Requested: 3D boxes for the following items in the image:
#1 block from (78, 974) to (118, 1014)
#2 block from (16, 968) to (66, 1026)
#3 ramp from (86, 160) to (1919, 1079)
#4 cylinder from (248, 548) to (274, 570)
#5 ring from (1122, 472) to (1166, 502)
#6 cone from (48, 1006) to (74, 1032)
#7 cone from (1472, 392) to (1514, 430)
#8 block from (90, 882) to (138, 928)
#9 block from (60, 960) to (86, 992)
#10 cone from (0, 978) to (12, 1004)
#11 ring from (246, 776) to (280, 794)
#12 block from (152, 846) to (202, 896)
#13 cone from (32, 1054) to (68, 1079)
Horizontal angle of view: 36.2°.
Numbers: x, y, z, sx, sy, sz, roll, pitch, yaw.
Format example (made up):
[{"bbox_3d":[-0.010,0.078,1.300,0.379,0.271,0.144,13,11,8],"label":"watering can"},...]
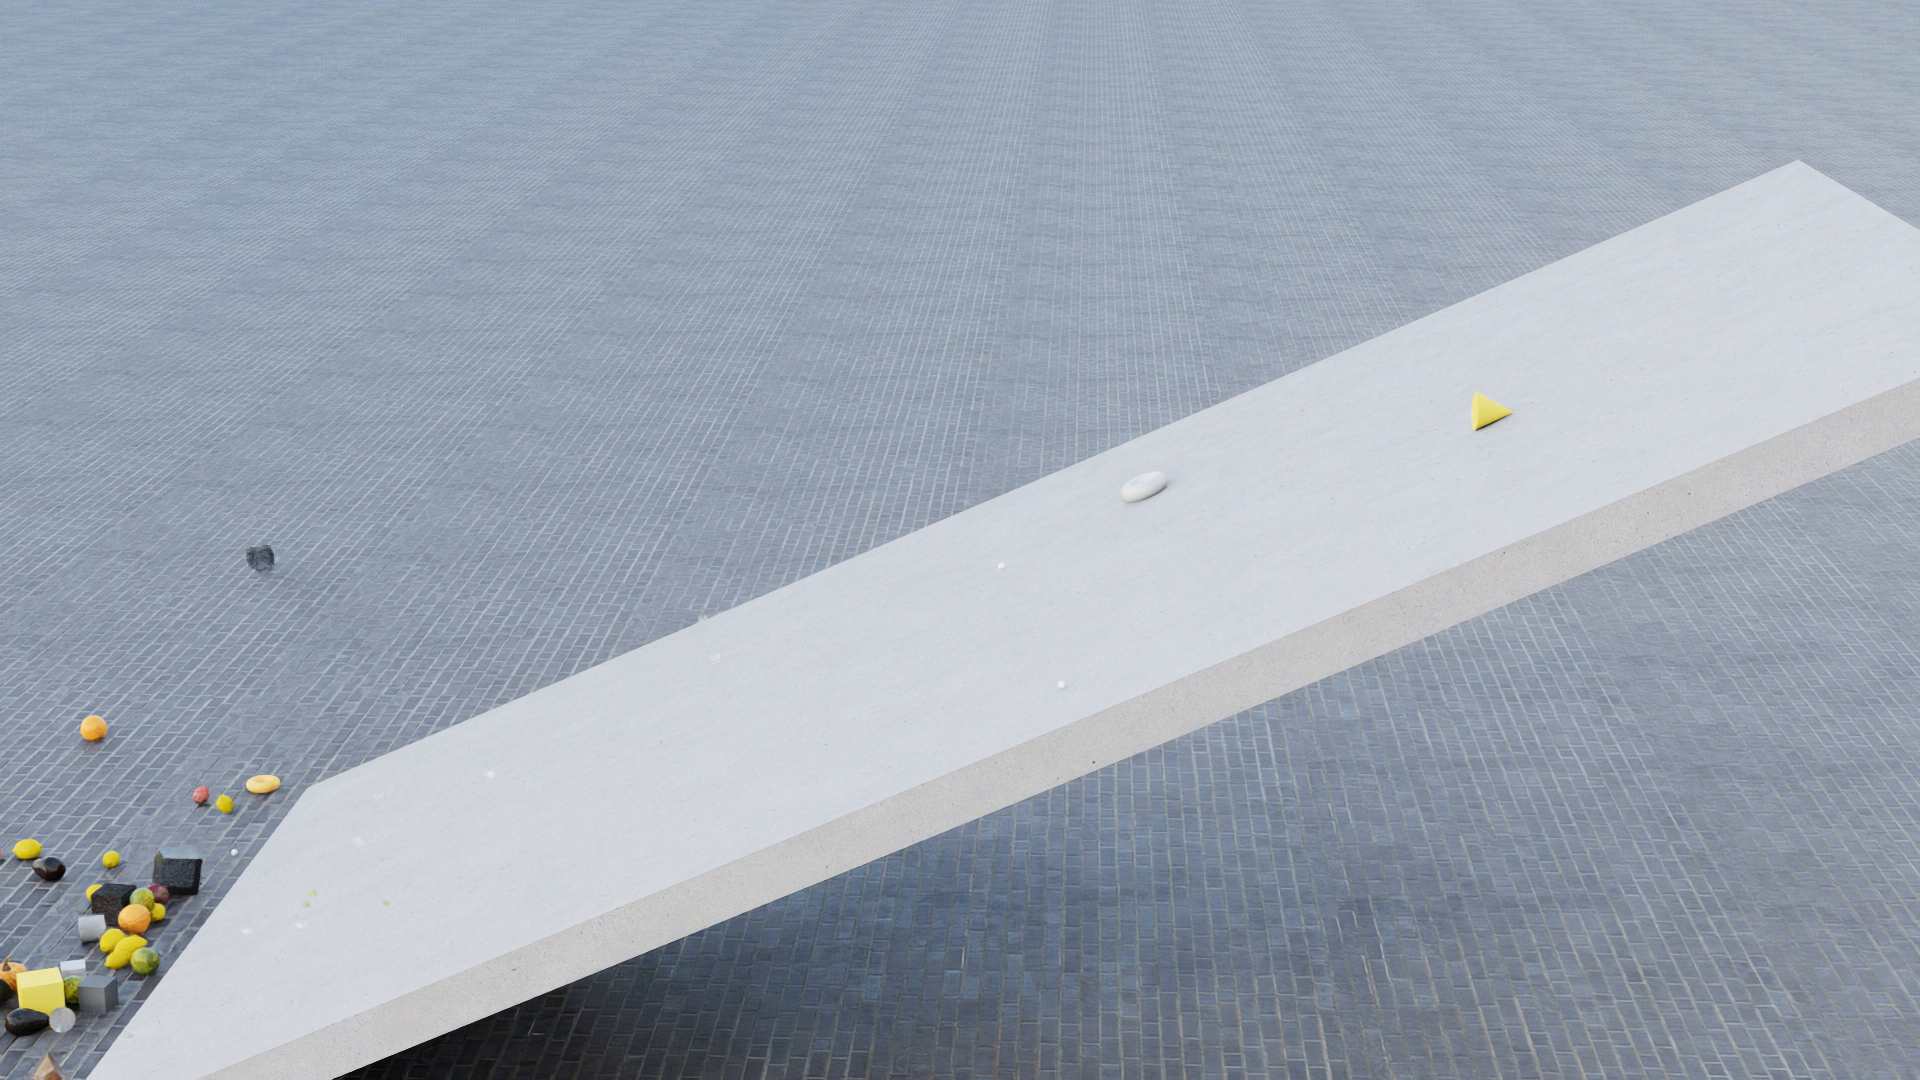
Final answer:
[{"bbox_3d":[-1.881,0.992,6.422,0.062,0.062,0.062,3,15,10],"label":"block"},{"bbox_3d":[-1.993,0.990,6.381,0.087,0.087,0.087,-7,16,-23],"label":"block"},{"bbox_3d":[0.132,0.170,6.284,4.000,0.100,2.000,-23,13,8],"label":"ramp"},{"bbox_3d":[-2.347,0.061,9.883,0.065,0.065,0.065,-11,18,-34],"label":"cylinder"},{"bbox_3d":[0.414,-0.120,6.625,0.109,0.036,0.109,-23,14,6],"label":"ring"},{"bbox_3d":[-1.931,1.035,6.335,0.055,0.055,0.055,-3,-13,-10],"label":"cone"},{"bbox_3d":[1.082,-0.260,5.951,0.079,0.079,0.079,2,15,0],"label":"cone"},{"bbox_3d":[-1.983,0.857,6.899,0.076,0.076,0.076,3,15,11],"label":"block"},{"bbox_3d":[-1.968,0.968,6.532,0.052,0.052,0.052,-5,16,-18],"label":"block"},{"bbox_3d":[-2.127,1.008,6.400,0.094,0.094,0.094,4,42,15],"label":"cone"},{"bbox_3d":[-1.842,0.645,7.777,0.088,0.029,0.088,-1,15,0],"label":"ring"},{"bbox_3d":[-1.882,0.796,7.068,0.091,0.091,0.091,4,11,-28],"label":"block"},{"bbox_3d":[-1.884,1.111,6.025,0.086,0.086,0.086,-33,25,-14],"label":"cone"}]
